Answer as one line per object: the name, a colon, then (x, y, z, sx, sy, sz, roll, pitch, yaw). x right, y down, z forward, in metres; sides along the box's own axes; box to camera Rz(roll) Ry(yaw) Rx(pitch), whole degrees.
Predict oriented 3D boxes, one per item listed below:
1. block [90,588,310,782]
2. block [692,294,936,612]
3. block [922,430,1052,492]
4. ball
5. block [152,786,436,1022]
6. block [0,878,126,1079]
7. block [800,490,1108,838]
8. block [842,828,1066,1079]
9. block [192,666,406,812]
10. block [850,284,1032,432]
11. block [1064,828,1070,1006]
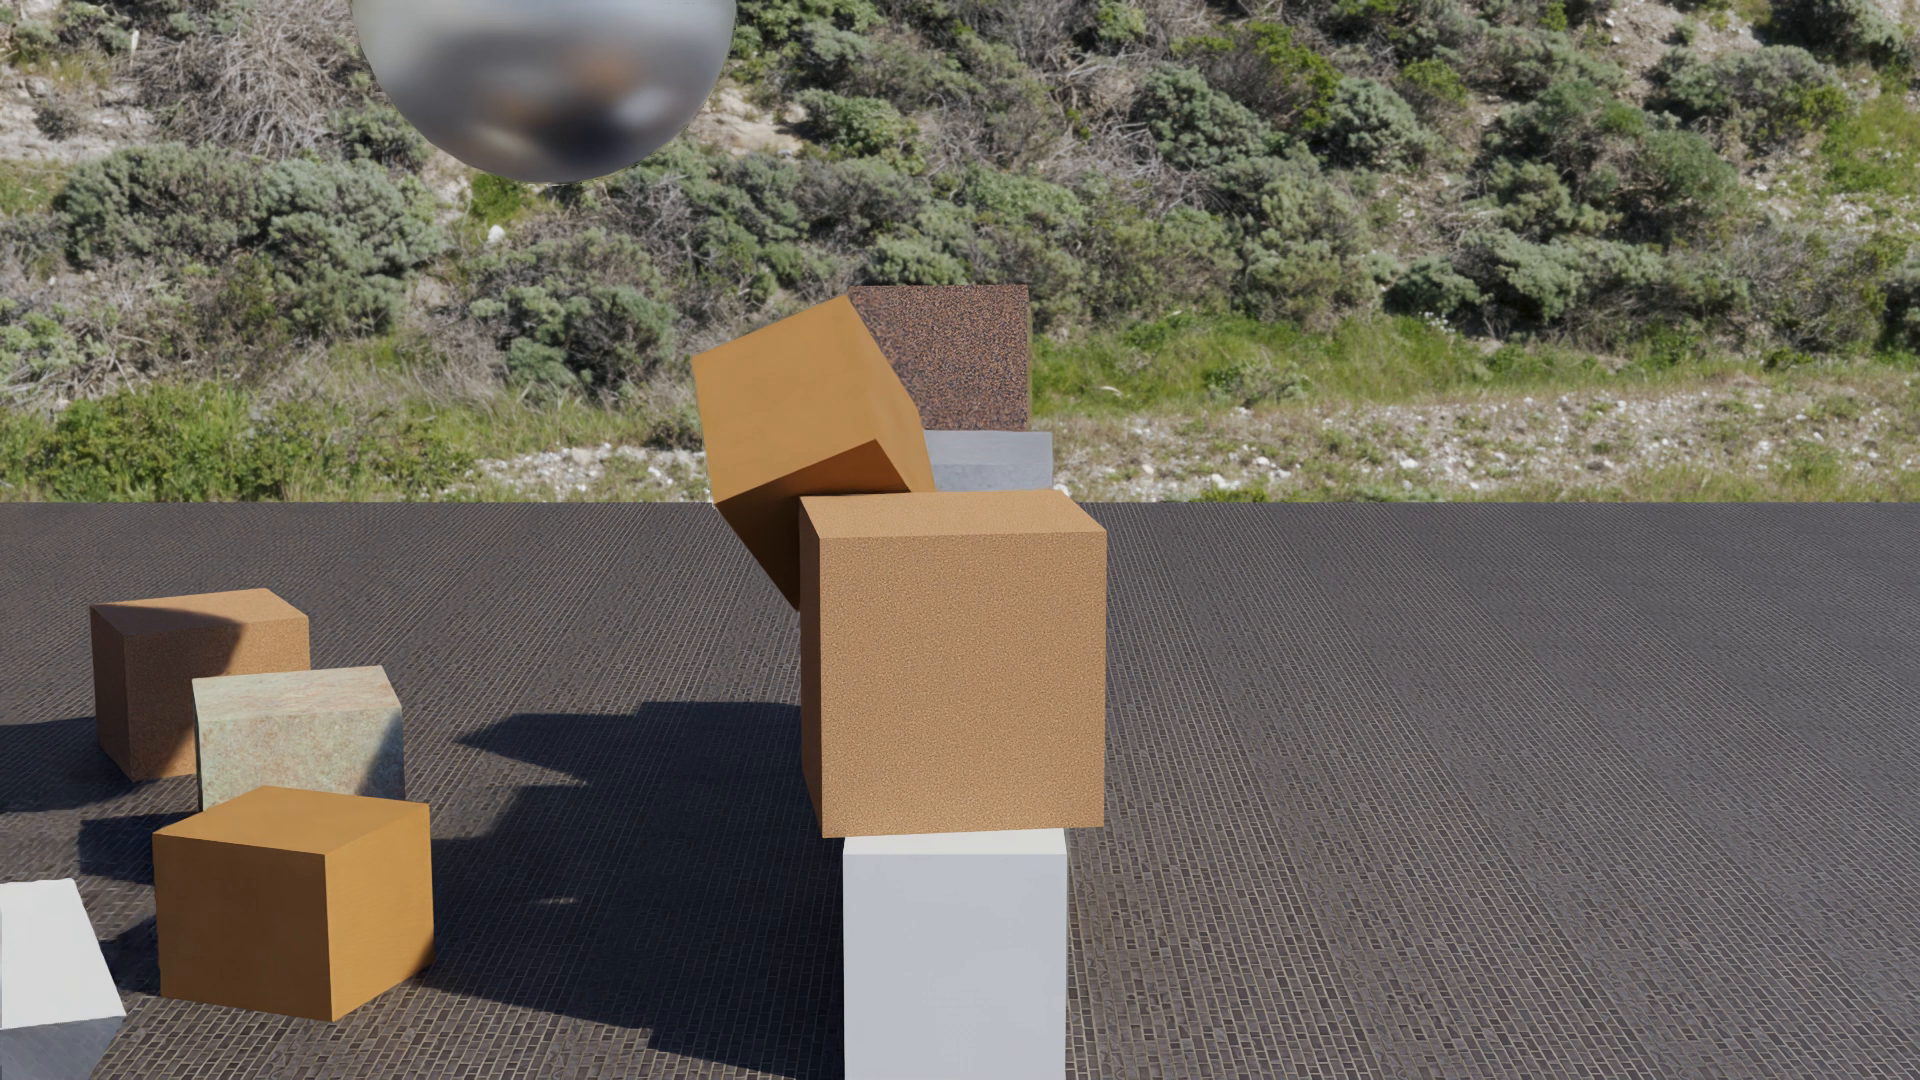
block: (-3.967, 0.737, 13.414, 0.924, 0.751, 0.862, -6, 12, -29)
block: (-0.552, -0.339, 10.167, 0.672, 0.768, 0.784, -21, 50, 10)
block: (-0.068, 0.090, 11.229, 0.934, 1.007, 0.988, 0, 11, 2)
ball: (-1.735, -2.301, 10.762, 1.600, 1.600, 1.600, 0, 10, 0)
block: (-2.591, 1.402, 10.023, 0.774, 0.655, 0.716, 4, 11, 20)
block: (-3.207, 1.525, 8.525, 0.549, 0.497, 0.575, 2, 44, -45)
block: (-0.049, 0.427, 9.443, 1.007, 1.071, 0.924, -1, 10, -8)
block: (-0.018, 1.431, 9.303, 0.771, 0.855, 0.794, 0, 10, 0)
block: (-2.977, 1.064, 11.543, 0.853, 0.777, 0.844, -3, 11, -18)
block: (-0.083, -0.715, 12.393, 0.841, 0.871, 0.764, 0, -8, 3)
block: (0.001, 1.299, 10.087, 0.821, 0.835, 0.775, 0, 10, 0)
